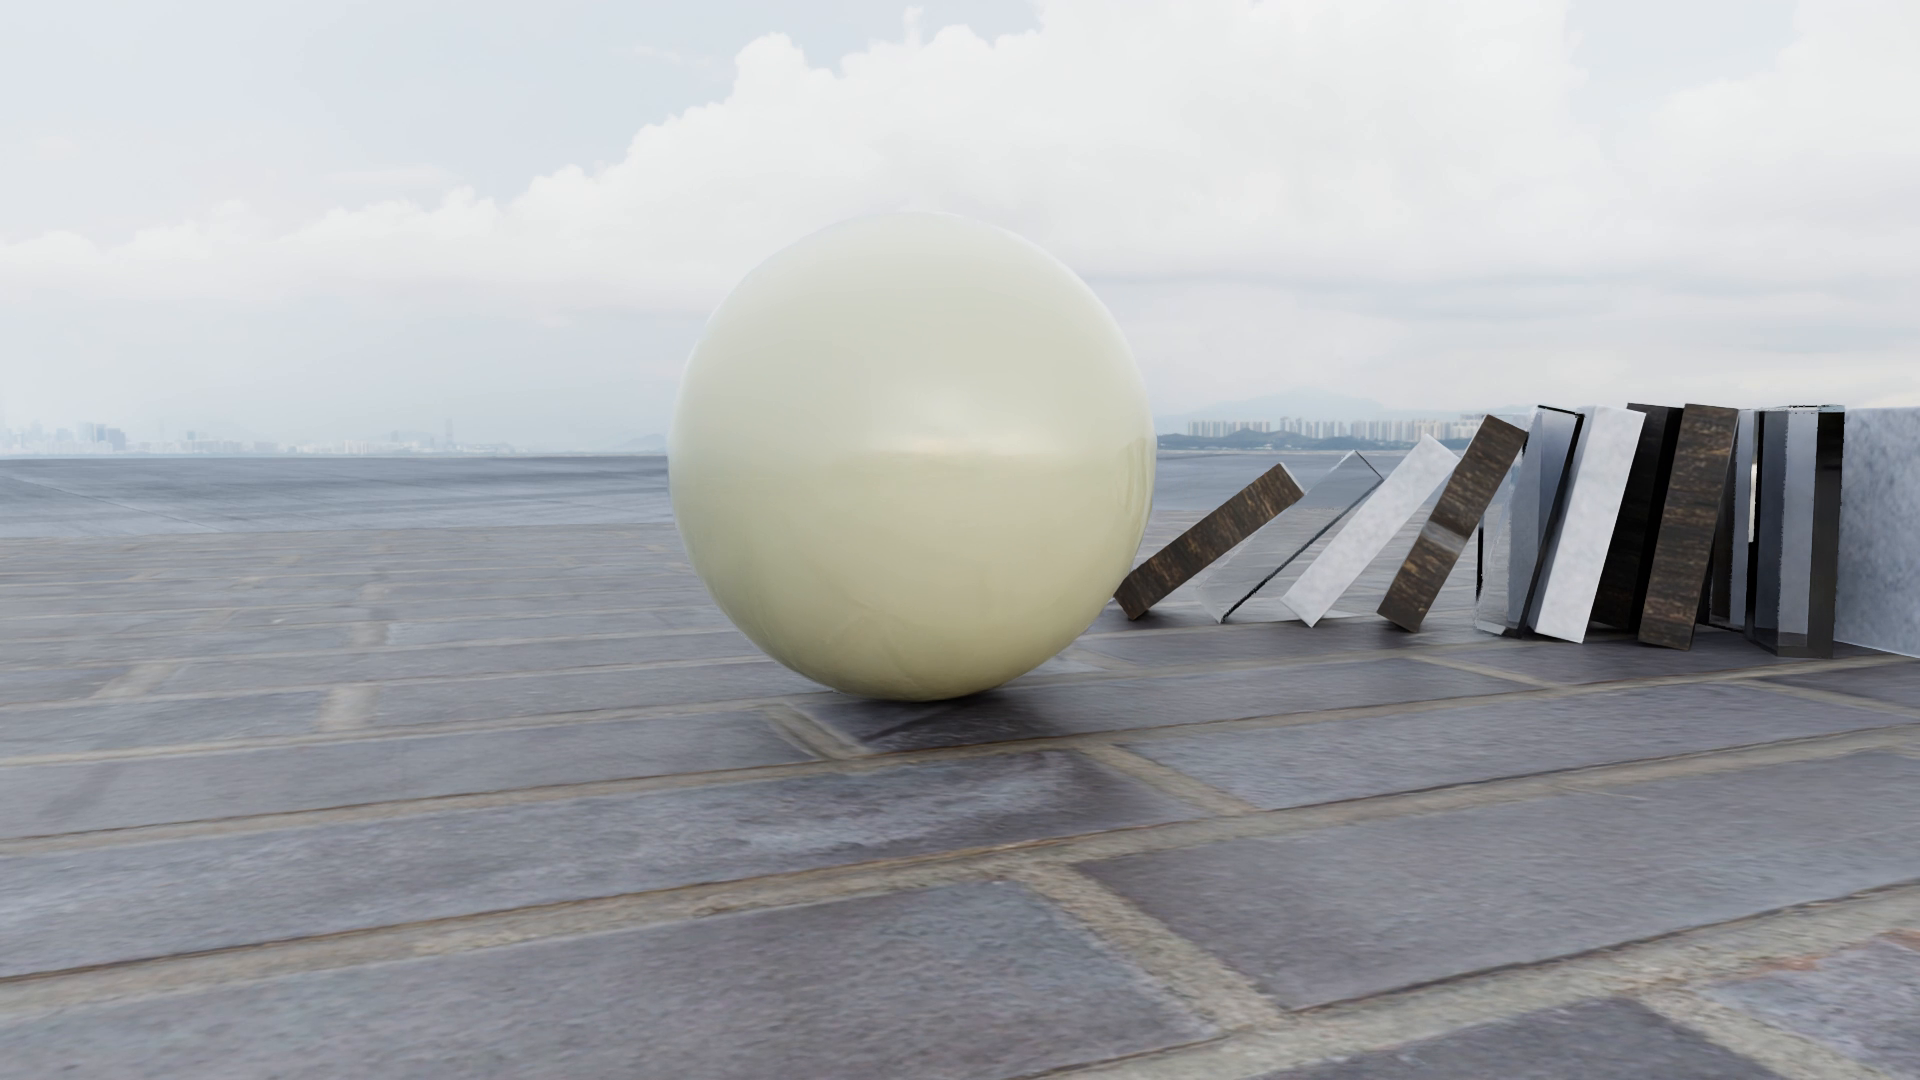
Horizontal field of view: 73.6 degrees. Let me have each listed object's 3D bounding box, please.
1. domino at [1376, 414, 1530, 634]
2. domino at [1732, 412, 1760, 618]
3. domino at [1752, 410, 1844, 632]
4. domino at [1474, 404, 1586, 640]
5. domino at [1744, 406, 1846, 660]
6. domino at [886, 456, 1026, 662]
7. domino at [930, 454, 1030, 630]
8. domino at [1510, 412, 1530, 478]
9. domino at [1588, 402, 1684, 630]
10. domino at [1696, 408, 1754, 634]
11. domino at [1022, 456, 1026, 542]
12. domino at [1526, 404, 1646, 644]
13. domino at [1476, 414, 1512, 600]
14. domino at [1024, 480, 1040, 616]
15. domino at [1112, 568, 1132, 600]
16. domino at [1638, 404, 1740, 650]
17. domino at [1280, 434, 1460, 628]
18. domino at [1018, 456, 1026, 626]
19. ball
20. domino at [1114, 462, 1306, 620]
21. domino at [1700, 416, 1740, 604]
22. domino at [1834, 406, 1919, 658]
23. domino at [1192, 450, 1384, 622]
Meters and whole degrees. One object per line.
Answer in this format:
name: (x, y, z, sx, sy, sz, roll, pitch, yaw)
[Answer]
domino: (0.113, -0.004, 0.296, 0.009, 0.050, 0.025, 29, 13, 16)
domino: (0.205, -0.006, 0.314, 0.025, 0.050, 0.010, 0, 4, -1)
domino: (0.198, -0.005, 0.294, 0.009, 0.050, 0.025, -3, 5, -37)
domino: (0.127, -0.005, 0.288, 0.010, 0.050, 0.025, 15, 9, 19)
domino: (0.172, -0.002, 0.265, 0.010, 0.050, 0.025, 1, 5, 18)
domino: (0.000, 0.003, 0.266, 0.025, 0.010, 0.050, 0, 45, 5)
domino: (0.004, -0.001, 0.310, 0.025, 0.010, 0.050, 0, 45, 5)
domino: (0.148, -0.006, 0.314, 0.025, 0.050, 0.009, -1, 4, -15)
domino: (0.160, -0.005, 0.293, 0.025, 0.050, 0.009, 0, 11, -31)
domino: (0.180, -0.004, 0.290, 0.009, 0.050, 0.025, 1, 4, -4)
domino: (0.001, 0.002, 0.281, 0.025, 0.010, 0.050, 1, 45, 6)
domino: (0.137, -0.004, 0.284, 0.010, 0.050, 0.025, 14, 8, 16)
domino: (0.150, -0.008, 0.336, 0.025, 0.050, 0.010, 3, 5, 34)
domino: (0.008, 0.001, 0.329, 0.025, 0.009, 0.050, -2, 32, 5)
domino: (0.028, 0.012, 0.348, 0.025, 0.009, 0.050, 2, 5, 21)
domino: (0.156, -0.003, 0.274, 0.010, 0.050, 0.025, 12, 10, 31)
domino: (0.097, -0.003, 0.303, 0.009, 0.050, 0.025, 42, 17, 13)
domino: (0.002, 0.001, 0.295, 0.025, 0.010, 0.050, 1, 45, 5)
ball: (-0.008, -0.013, 0.213, 0.080, 0.080, 0.080, 0, 4, 0)
domino: (0.061, 0.000, 0.315, 0.050, 0.009, 0.025, -38, -6, 15)
domino: (0.207, -0.009, 0.351, 0.009, 0.050, 0.025, 3, 5, 35)
domino: (0.195, -0.002, 0.264, 0.009, 0.050, 0.025, 0, 4, -3)
domino: (0.079, -0.001, 0.311, 0.050, 0.009, 0.025, -43, -8, 14)
